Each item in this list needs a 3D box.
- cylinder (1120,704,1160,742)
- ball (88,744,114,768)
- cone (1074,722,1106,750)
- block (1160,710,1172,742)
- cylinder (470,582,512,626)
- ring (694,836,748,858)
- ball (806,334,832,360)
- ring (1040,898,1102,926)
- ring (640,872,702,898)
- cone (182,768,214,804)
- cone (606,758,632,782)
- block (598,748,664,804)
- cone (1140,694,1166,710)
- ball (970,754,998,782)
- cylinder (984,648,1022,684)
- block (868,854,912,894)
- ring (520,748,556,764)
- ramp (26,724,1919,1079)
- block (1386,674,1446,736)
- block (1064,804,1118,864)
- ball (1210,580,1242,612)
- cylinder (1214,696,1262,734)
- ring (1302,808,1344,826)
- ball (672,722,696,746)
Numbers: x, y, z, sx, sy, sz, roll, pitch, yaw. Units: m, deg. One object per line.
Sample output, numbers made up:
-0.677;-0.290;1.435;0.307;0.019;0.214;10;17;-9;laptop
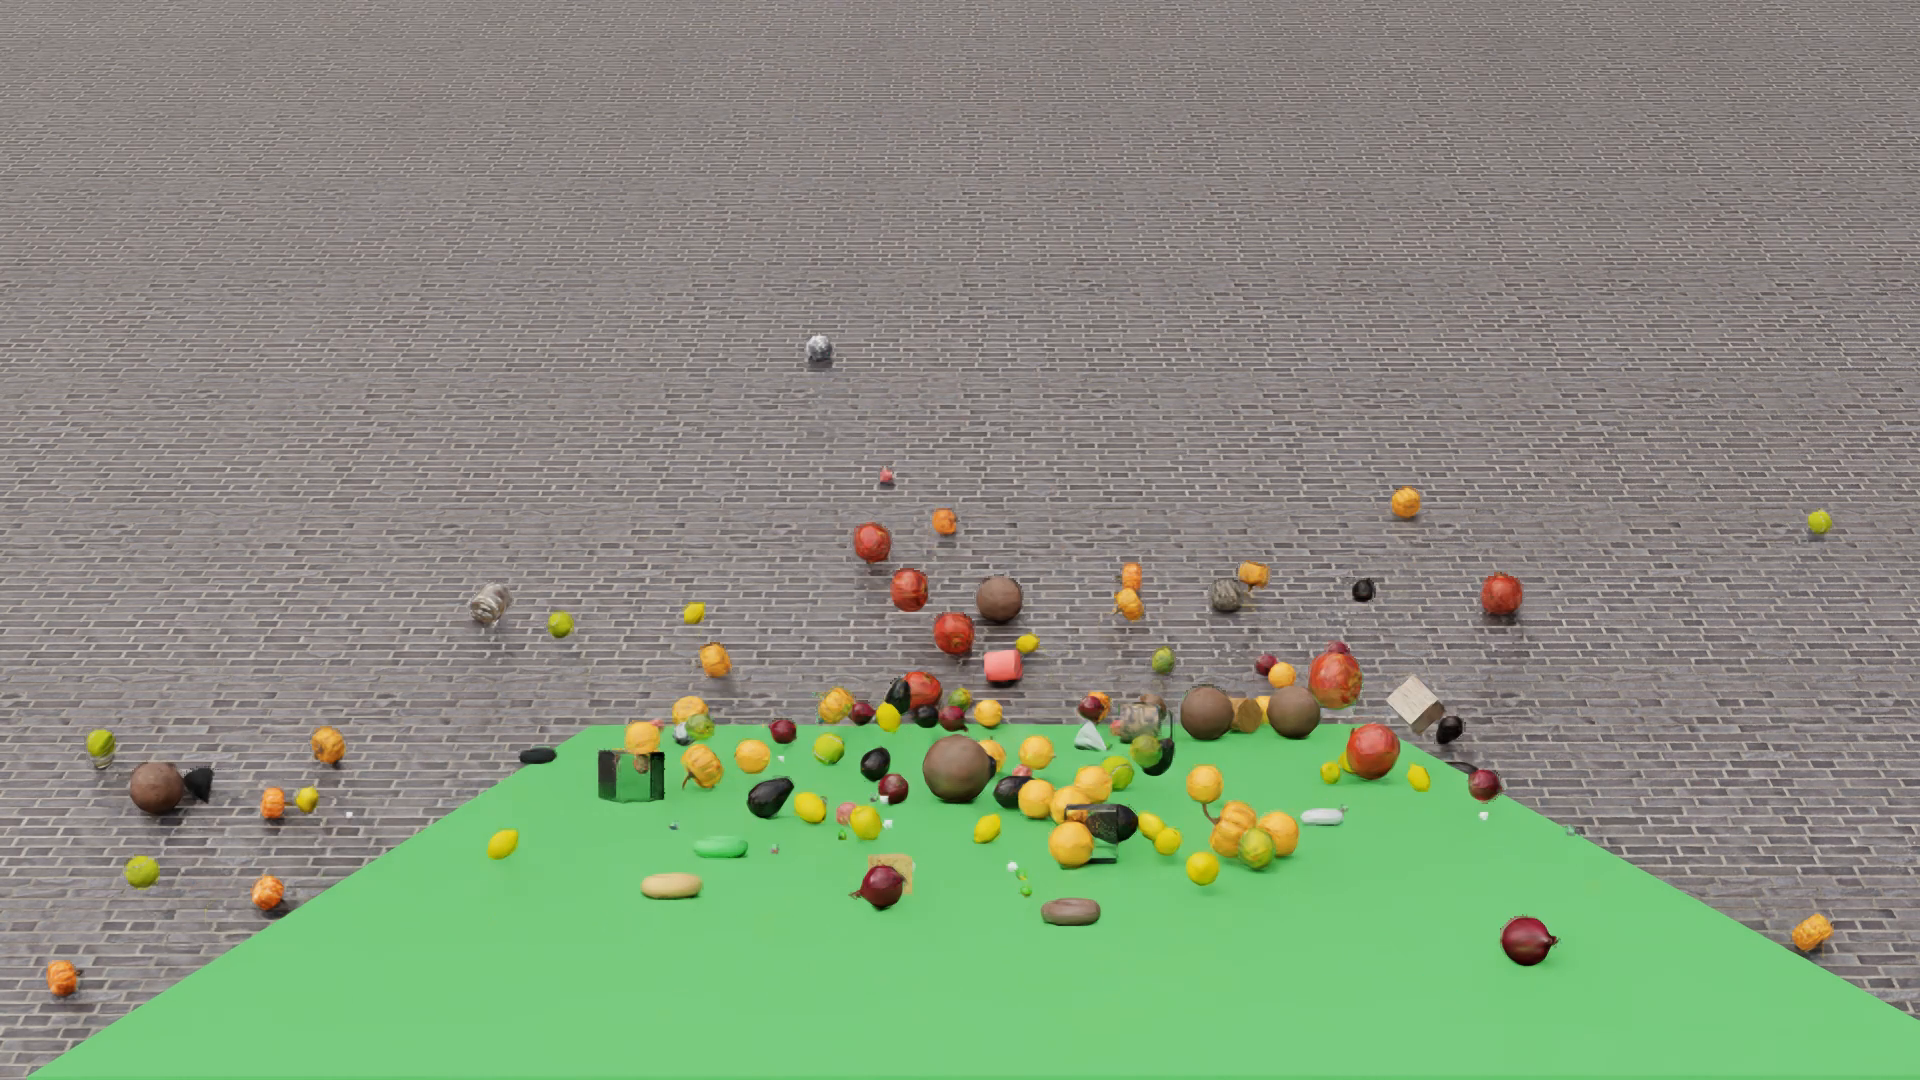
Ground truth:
0.425;0.433;6.098;0.090;0.090;0.090;1;27;8;cylinder
-2.186;0.549;6.572;0.060;0.060;0.060;0;27;0;ball
0.312;0.467;5.930;0.072;0.072;0.072;32;40;30;cone
0.472;0.445;6.179;0.067;0.067;0.067;0;1;-2;block
-1.300;0.177;7.149;0.085;0.085;0.085;11;42;20;cylinder
-0.387;0.498;4.188;0.087;0.029;0.087;0;2;0;ring
-0.486;-0.662;8.890;0.089;0.089;0.089;0;27;0;ball
0.151;0.509;3.534;0.084;0.028;0.084;-1;2;0;ring
-0.421;0.504;3.767;0.089;0.030;0.089;-1;0;0;ring
-1.891;0.626;6.446;0.081;0.081;0.081;-15;57;-26;cone
-0.706;0.481;5.284;0.057;0.057;0.057;5;15;10;cone
-0.632;0.453;4.969;0.093;0.093;0.093;-1;1;-35;block
0.484;0.449;6.737;0.078;0.078;0.078;17;27;30;cone
0.049;0.466;5.285;0.054;0.054;0.054;0;27;0;ball
0.116;0.339;6.935;0.082;0.082;0.082;-10;24;19;cylinder
-0.103;0.492;3.806;0.052;0.052;0.052;0;1;-20;block
-0.928;0.475;5.673;0.080;0.027;0.080;-1;2;0;ring
0.062;0.555;4.592;2.000;0.100;4.000;0;1;0;ramp
1.105;0.400;6.255;0.090;0.090;0.090;-44;58;2;block
0.210;0.471;4.141;0.083;0.083;0.083;0;1;5;block
0.751;0.159;7.294;0.093;0.093;0.093;0;27;0;ball
0.685;0.431;6.374;0.084;0.084;0.084;-20;13;-33;cylinder
0.644;0.492;4.582;0.077;0.026;0.077;0;0;0;ring
-0.645;0.454;6.050;0.054;0.054;0.054;0;27;0;ball
